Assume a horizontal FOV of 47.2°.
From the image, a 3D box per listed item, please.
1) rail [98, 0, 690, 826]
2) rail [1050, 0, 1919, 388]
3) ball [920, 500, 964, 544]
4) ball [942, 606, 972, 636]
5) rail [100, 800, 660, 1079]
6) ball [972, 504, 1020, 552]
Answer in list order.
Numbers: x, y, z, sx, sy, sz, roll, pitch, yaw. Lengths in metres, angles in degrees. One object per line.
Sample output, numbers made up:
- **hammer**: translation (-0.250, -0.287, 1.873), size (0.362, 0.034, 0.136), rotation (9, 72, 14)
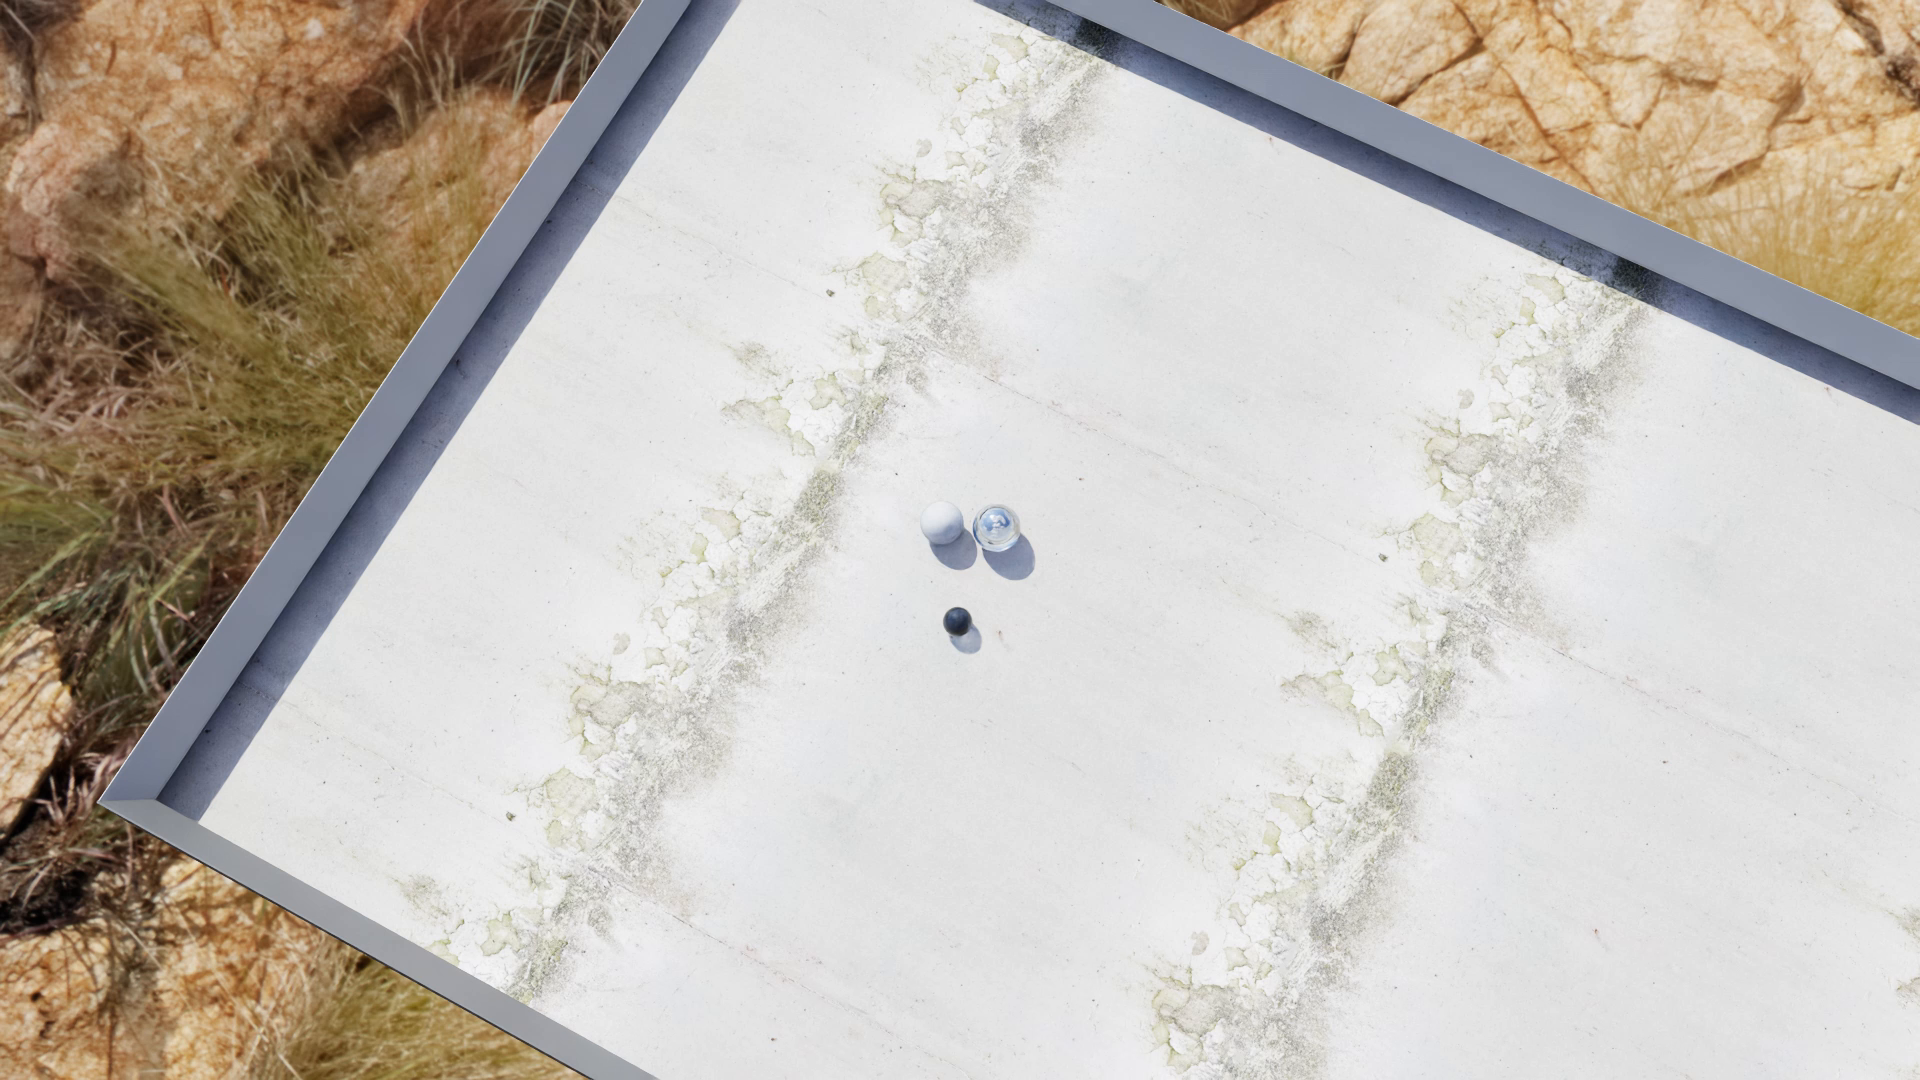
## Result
- **rail**: translation (-0.785, -0.398, 3.575), size (0.045, 0.119, 1.964), rotation (26, 72, 9)
- **rail**: translation (1.253, -0.405, 3.578), size (3.645, 0.119, 0.045), rotation (26, 72, 9)
- **ball**: translation (-0.028, -0.027, 3.464), size (0.069, 0.069, 0.069), rotation (0, 69, 0)
- **ball**: translation (-0.004, 0.127, 3.418), size (0.047, 0.047, 0.047), rotation (0, 69, 0)
- **rail**: translation (0.359, 1.182, 2.983), size (3.645, 0.119, 0.045), rotation (26, 72, 9)
- **ball**: translation (0.057, -0.019, 3.457), size (0.077, 0.077, 0.077), rotation (0, 69, 0)
